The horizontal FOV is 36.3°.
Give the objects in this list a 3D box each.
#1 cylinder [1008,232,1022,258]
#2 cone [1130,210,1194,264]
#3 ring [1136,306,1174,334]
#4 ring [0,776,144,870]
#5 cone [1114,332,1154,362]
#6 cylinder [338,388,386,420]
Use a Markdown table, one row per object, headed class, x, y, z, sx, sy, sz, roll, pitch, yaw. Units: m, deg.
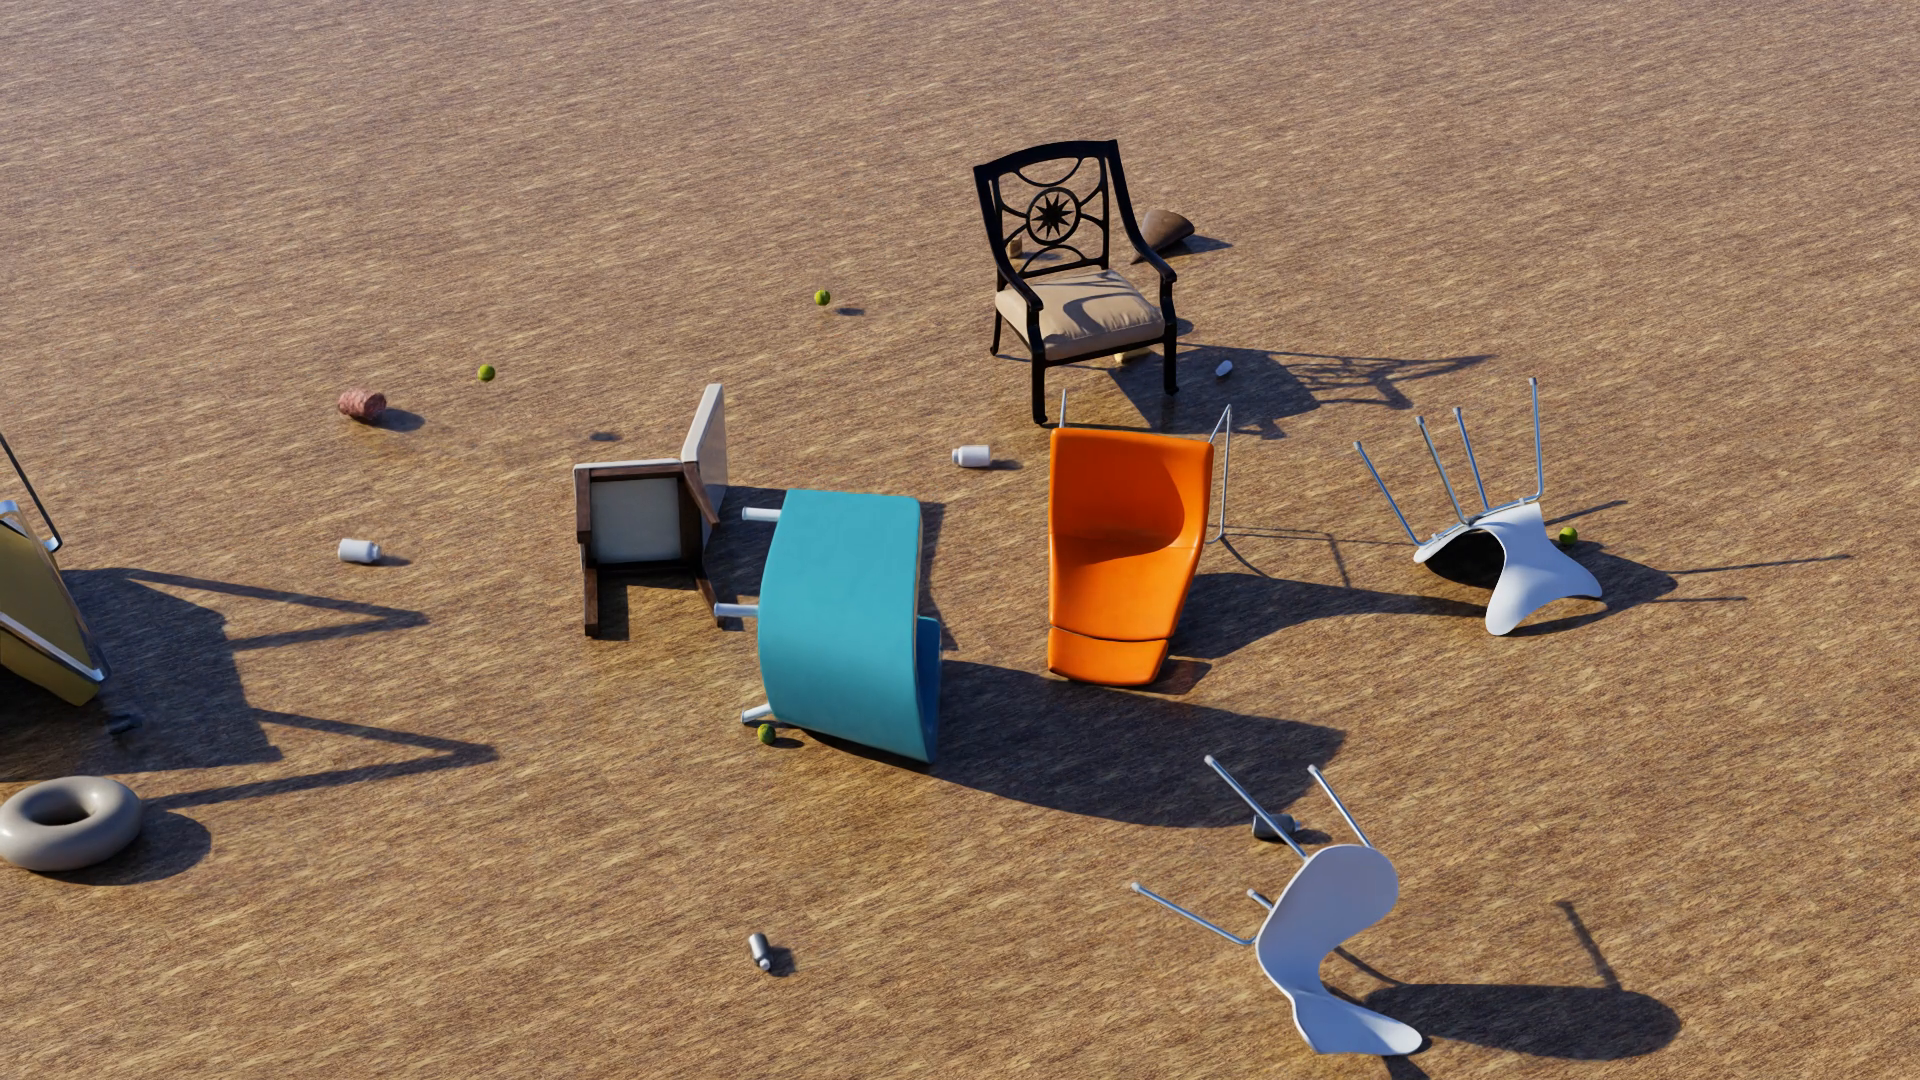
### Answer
| class | x | y | z | sx | sy | sz | roll | pitch | yaw |
| --- | --- | --- | --- | --- | --- | --- | --- | --- | --- |
| cylinder | 0.242 | -1.287 | 12.805 | 0.044 | 0.095 | 0.081 | 30 | 49 | 32 |
| cone | 0.833 | -1.298 | 12.855 | 0.260 | 0.132 | 0.337 | 18 | 48 | 32 |
| ring | 0.820 | -0.921 | 12.293 | 0.155 | 0.055 | 0.184 | 17 | 38 | 26 |
| ring | -2.869 | 0.909 | 9.426 | 0.479 | 0.154 | 0.385 | -8 | 34 | -13 |
| cone | 0.729 | -0.785 | 12.090 | 0.169 | 0.089 | 0.128 | 6 | 68 | -24 |
| cylinder | -2.379 | -0.540 | 11.660 | 0.117 | 0.104 | 0.167 | 12 | 15 | 18 |
